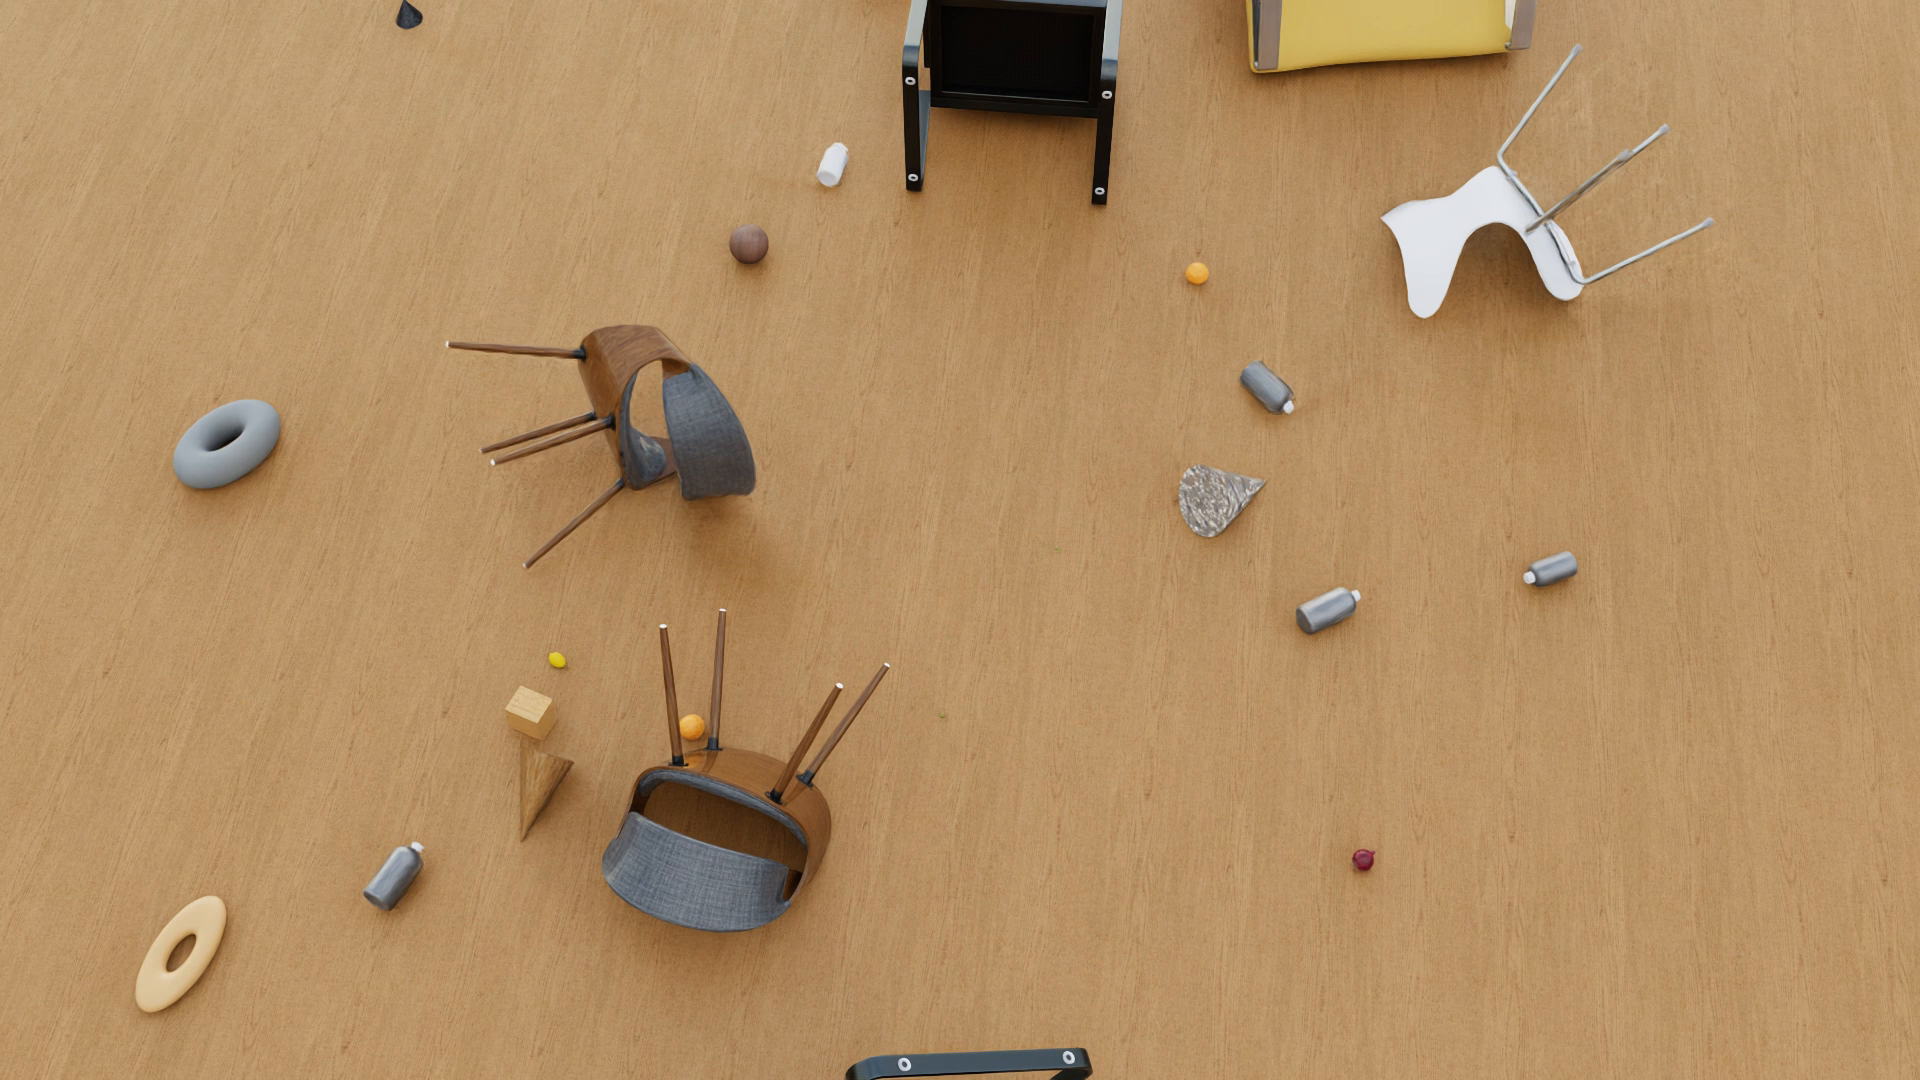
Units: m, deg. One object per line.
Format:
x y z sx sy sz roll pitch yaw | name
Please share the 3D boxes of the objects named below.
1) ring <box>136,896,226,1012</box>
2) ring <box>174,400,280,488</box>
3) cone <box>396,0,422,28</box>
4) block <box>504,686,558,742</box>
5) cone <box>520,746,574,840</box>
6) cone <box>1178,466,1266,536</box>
-2.057 1.091 5.810 0.165 0.053 0.350 18 57 13 | ring
-2.230 -0.293 6.693 0.220 0.132 0.356 39 65 24 | ring
-1.958 -1.879 7.778 0.096 0.094 0.103 14 57 9 | cone
-1.204 0.488 6.184 0.105 0.103 0.085 21 59 14 | block
-1.168 0.708 6.036 0.153 0.228 0.249 16 82 -2 | cone
0.829 -0.148 6.612 0.276 0.221 0.209 -17 44 -37 | cone
